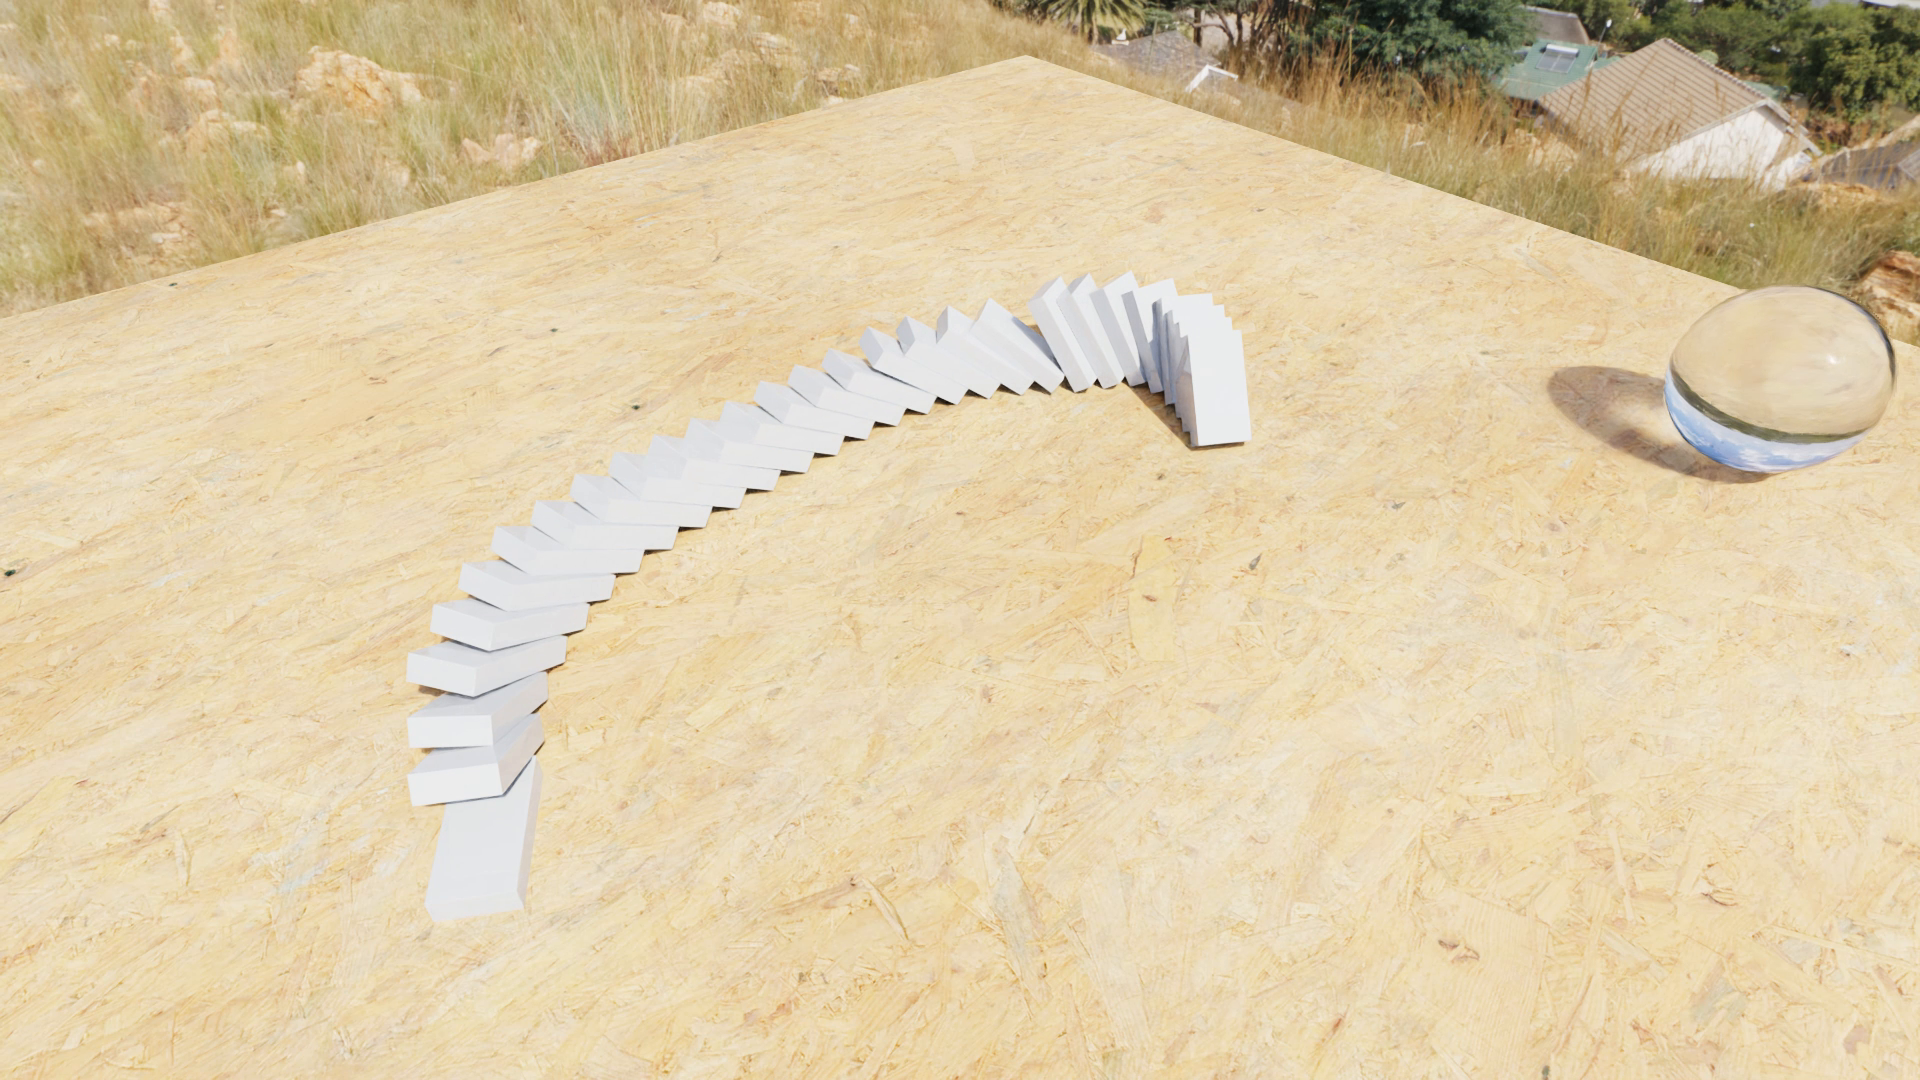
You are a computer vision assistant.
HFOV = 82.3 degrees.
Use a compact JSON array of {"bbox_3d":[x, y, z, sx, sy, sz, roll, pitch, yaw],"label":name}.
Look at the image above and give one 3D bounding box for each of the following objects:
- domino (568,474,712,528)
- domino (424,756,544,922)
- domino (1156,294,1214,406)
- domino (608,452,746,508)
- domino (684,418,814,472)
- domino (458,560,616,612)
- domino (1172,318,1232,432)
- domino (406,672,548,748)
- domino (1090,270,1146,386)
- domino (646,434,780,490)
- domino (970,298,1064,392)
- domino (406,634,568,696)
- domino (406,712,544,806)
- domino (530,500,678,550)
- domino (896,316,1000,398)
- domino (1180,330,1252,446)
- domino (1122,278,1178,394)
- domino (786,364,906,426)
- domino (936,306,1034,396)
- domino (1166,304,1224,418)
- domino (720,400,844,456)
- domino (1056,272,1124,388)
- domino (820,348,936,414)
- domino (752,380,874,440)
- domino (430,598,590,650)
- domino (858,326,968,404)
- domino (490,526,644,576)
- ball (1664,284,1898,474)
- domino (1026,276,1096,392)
[{"bbox_3d":[-0.128,-0.016,0.442,0.025,0.009,0.050,31,16,32],"label":"domino"},{"bbox_3d":[-0.143,0.090,0.334,0.025,0.010,0.050,-7,40,-8],"label":"domino"},{"bbox_3d":[0.109,-0.091,0.526,0.025,0.050,0.010,-6,2,-8],"label":"domino"},{"bbox_3d":[-0.116,-0.025,0.453,0.025,0.009,0.050,33,17,34],"label":"domino"},{"bbox_3d":[-0.090,-0.041,0.473,0.025,0.009,0.050,33,18,34],"label":"domino"},{"bbox_3d":[-0.154,0.015,0.404,0.025,0.010,0.050,19,10,22],"label":"domino"},{"bbox_3d":[0.114,-0.076,0.508,0.025,0.050,0.009,-6,2,-8],"label":"domino"},{"bbox_3d":[-0.155,0.054,0.358,0.025,0.009,0.050,-1,8,-2],"label":"domino"},{"bbox_3d":[0.084,-0.104,0.541,0.009,0.050,0.025,-9,22,49],"label":"domino"},{"bbox_3d":[-0.103,-0.032,0.463,0.025,0.010,0.050,33,17,34],"label":"domino"},{"bbox_3d":[0.029,-0.096,0.538,0.050,0.009,0.025,35,35,-11],"label":"domino"},{"bbox_3d":[-0.160,0.040,0.375,0.025,0.010,0.050,10,9,12],"label":"domino"},{"bbox_3d":[-0.148,0.067,0.341,0.025,0.009,0.050,-6,9,-7],"label":"domino"},{"bbox_3d":[-0.138,-0.006,0.430,0.025,0.009,0.050,27,14,29],"label":"domino"},{"bbox_3d":[-0.006,-0.088,0.529,0.050,0.010,0.025,23,29,-30],"label":"domino"},{"bbox_3d":[0.116,-0.069,0.499,0.025,0.050,0.010,-6,2,-8],"label":"domino"},{"bbox_3d":[0.098,-0.099,0.536,0.025,0.050,0.010,-22,8,-25],"label":"domino"},{"bbox_3d":[-0.052,-0.066,0.504,0.050,0.010,0.025,8,25,-48],"label":"domino"},{"bbox_3d":[0.012,-0.092,0.535,0.050,0.010,0.025,28,33,-22],"label":"domino"},{"bbox_3d":[0.113,-0.084,0.517,0.025,0.050,0.009,-6,2,-8],"label":"domino"},{"bbox_3d":[-0.078,-0.049,0.484,0.025,0.009,0.050,33,18,34],"label":"domino"},{"bbox_3d":[0.067,-0.102,0.539,0.010,0.050,0.025,-15,27,38],"label":"domino"},{"bbox_3d":[-0.038,-0.074,0.513,0.050,0.010,0.025,11,25,-44],"label":"domino"},{"bbox_3d":[-0.065,-0.058,0.495,0.050,0.010,0.025,6,25,-49],"label":"domino"},{"bbox_3d":[-0.158,0.027,0.390,0.025,0.009,0.050,14,8,17],"label":"domino"},{"bbox_3d":[-0.022,-0.083,0.523,0.050,0.010,0.025,19,26,-36],"label":"domino"},{"bbox_3d":[-0.148,0.004,0.419,0.025,0.009,0.050,25,13,28],"label":"domino"},{"bbox_3d":[0.349,-0.069,0.472,0.080,0.080,0.080,0,39,0],"label":"ball"},{"bbox_3d":[0.053,-0.100,0.536,0.010,0.050,0.025,-16,25,38],"label":"domino"}]
